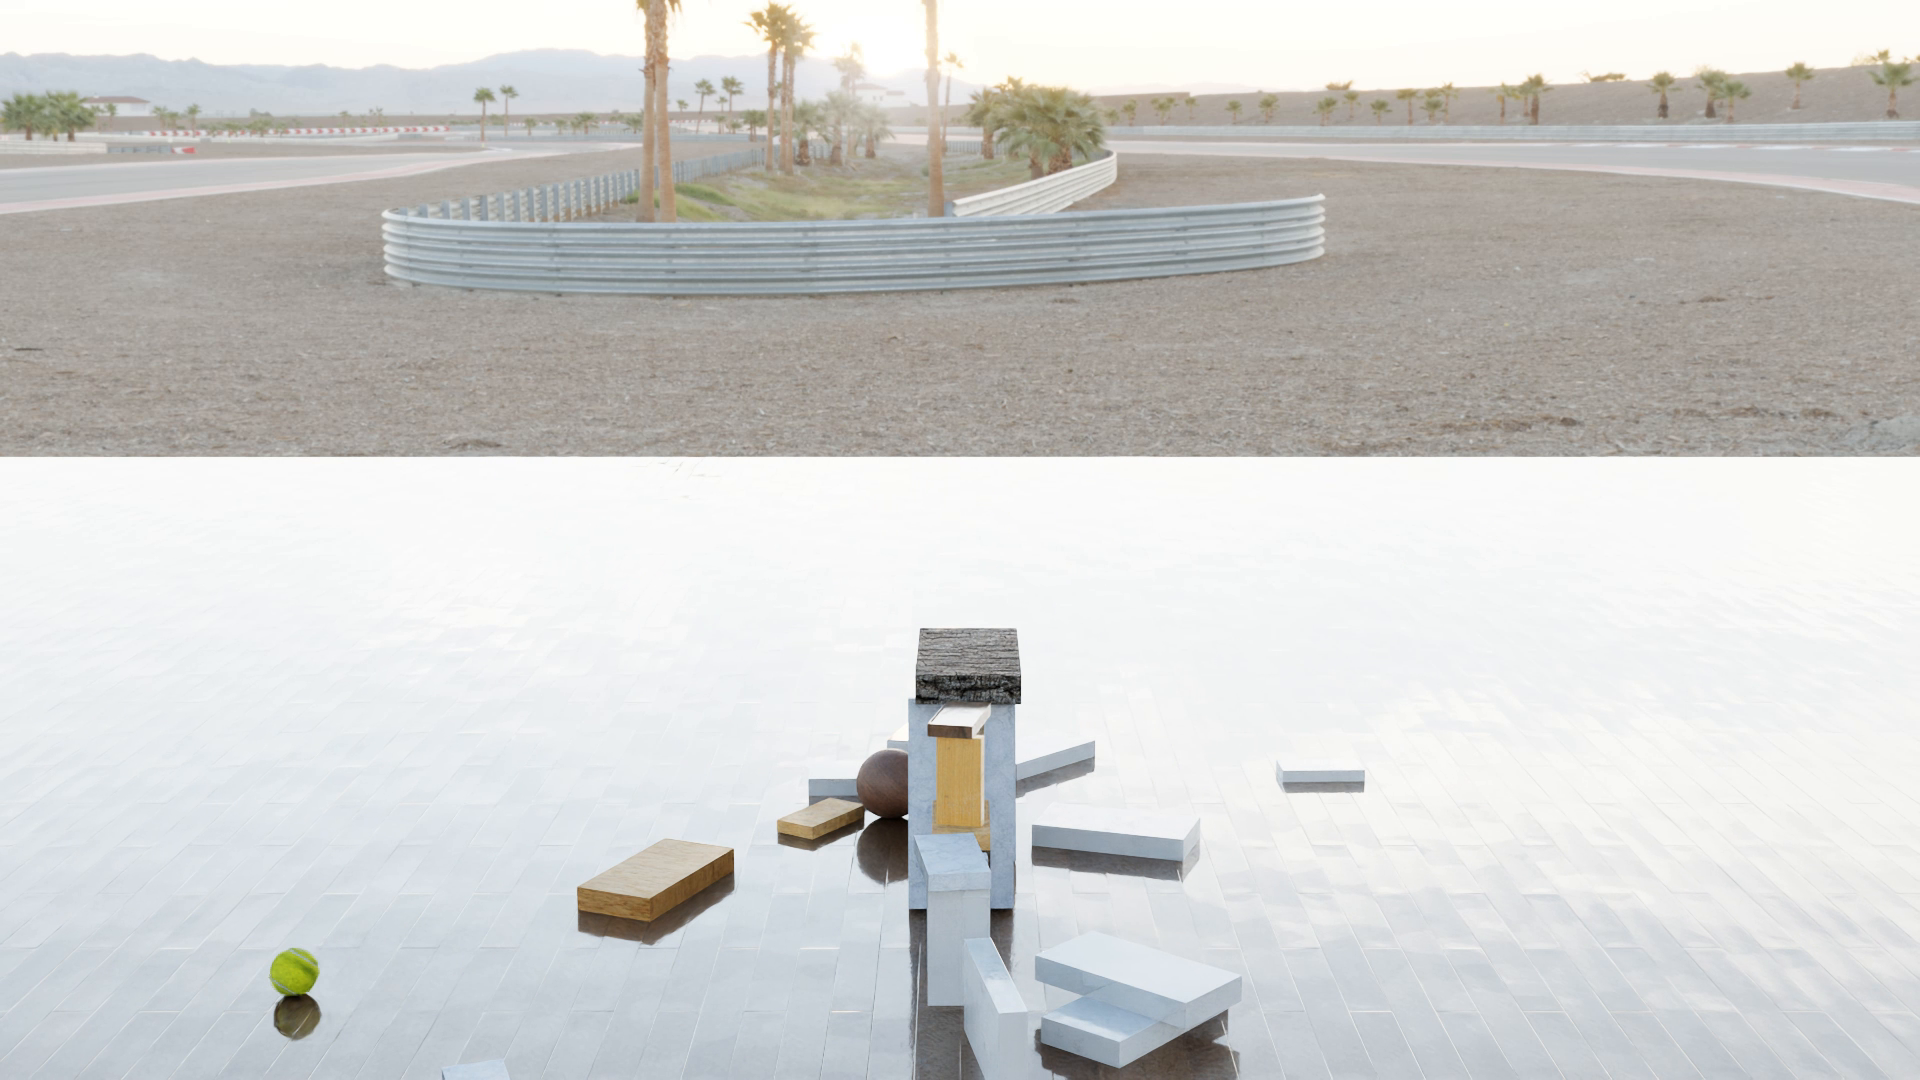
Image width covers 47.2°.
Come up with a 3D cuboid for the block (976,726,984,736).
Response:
[{"bbox_3d":[0.003,0.349,3.472,0.070,0.140,0.020,1,6,5],"label":"block"}]

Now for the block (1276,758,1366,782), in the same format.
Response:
[{"bbox_3d":[0.711,0.454,4.339,0.161,0.023,0.081,0,11,-1],"label":"block"}]

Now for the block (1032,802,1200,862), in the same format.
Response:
[{"bbox_3d":[0.280,0.521,3.935,0.275,0.039,0.138,3,11,18],"label":"block"}]

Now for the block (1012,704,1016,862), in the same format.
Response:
[{"bbox_3d":[0.010,0.386,3.822,0.171,0.341,0.048,-1,4,-3],"label":"block"}]

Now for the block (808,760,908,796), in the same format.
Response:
[{"bbox_3d":[-0.173,0.462,4.268,0.238,0.034,0.119,0,11,-1],"label":"block"}]

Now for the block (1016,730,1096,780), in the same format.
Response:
[{"bbox_3d":[0.150,0.432,4.429,0.119,0.034,0.238,10,14,43],"label":"block"}]

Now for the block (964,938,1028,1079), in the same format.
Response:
[{"bbox_3d":[0.047,0.650,2.975,0.038,0.135,0.269,-2,11,-9],"label":"block"}]

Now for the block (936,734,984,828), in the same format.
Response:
[{"bbox_3d":[0.001,0.368,3.370,0.070,0.140,0.020,3,11,14],"label":"block"}]

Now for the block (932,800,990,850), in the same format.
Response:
[{"bbox_3d":[0.002,0.443,3.420,0.089,0.025,0.177,0,10,0],"label":"block"}]

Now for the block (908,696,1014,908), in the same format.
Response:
[{"bbox_3d":[0.001,0.428,3.597,0.171,0.341,0.048,0,0,-1],"label":"block"}]

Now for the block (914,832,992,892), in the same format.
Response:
[{"bbox_3d":[-0.013,0.473,3.238,0.090,0.026,0.181,-1,11,-8],"label":"block"}]

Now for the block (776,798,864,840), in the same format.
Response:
[{"bbox_3d":[-0.254,0.510,4.036,0.081,0.023,0.161,7,13,33],"label":"block"}]

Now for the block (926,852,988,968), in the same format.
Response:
[{"bbox_3d":[-0.004,0.563,3.317,0.090,0.181,0.026,-1,11,-5],"label":"block"}]

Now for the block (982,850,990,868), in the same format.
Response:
[{"bbox_3d":[0.002,0.554,3.375,0.089,0.177,0.025,0,12,0],"label":"block"}]

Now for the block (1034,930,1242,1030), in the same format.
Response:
[{"bbox_3d":[0.254,0.628,3.153,0.269,0.038,0.135,9,14,41],"label":"block"}]

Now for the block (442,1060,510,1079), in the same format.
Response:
[{"bbox_3d":[-0.627,0.726,2.874,0.081,0.023,0.161,-4,11,-19],"label":"block"}]

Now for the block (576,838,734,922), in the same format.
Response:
[{"bbox_3d":[-0.507,0.567,3.686,0.138,0.039,0.275,5,11,23],"label":"block"}]

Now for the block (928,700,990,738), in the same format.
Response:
[{"bbox_3d":[-0.001,0.278,3.411,0.070,0.020,0.140,2,11,12],"label":"block"}]

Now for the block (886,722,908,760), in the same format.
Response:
[{"bbox_3d":[-0.047,0.400,4.488,0.138,0.039,0.348,2,5,10],"label":"block"}]

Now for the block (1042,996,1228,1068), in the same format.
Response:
[{"bbox_3d":[0.251,0.672,3.124,0.135,0.038,0.269,9,14,39],"label":"block"}]

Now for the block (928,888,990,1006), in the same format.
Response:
[{"bbox_3d":[-0.002,0.586,3.195,0.090,0.181,0.026,0,11,0],"label":"block"}]

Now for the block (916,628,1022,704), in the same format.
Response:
[{"bbox_3d":[0.014,0.210,3.700,0.171,0.048,0.341,0,11,0],"label":"block"}]
